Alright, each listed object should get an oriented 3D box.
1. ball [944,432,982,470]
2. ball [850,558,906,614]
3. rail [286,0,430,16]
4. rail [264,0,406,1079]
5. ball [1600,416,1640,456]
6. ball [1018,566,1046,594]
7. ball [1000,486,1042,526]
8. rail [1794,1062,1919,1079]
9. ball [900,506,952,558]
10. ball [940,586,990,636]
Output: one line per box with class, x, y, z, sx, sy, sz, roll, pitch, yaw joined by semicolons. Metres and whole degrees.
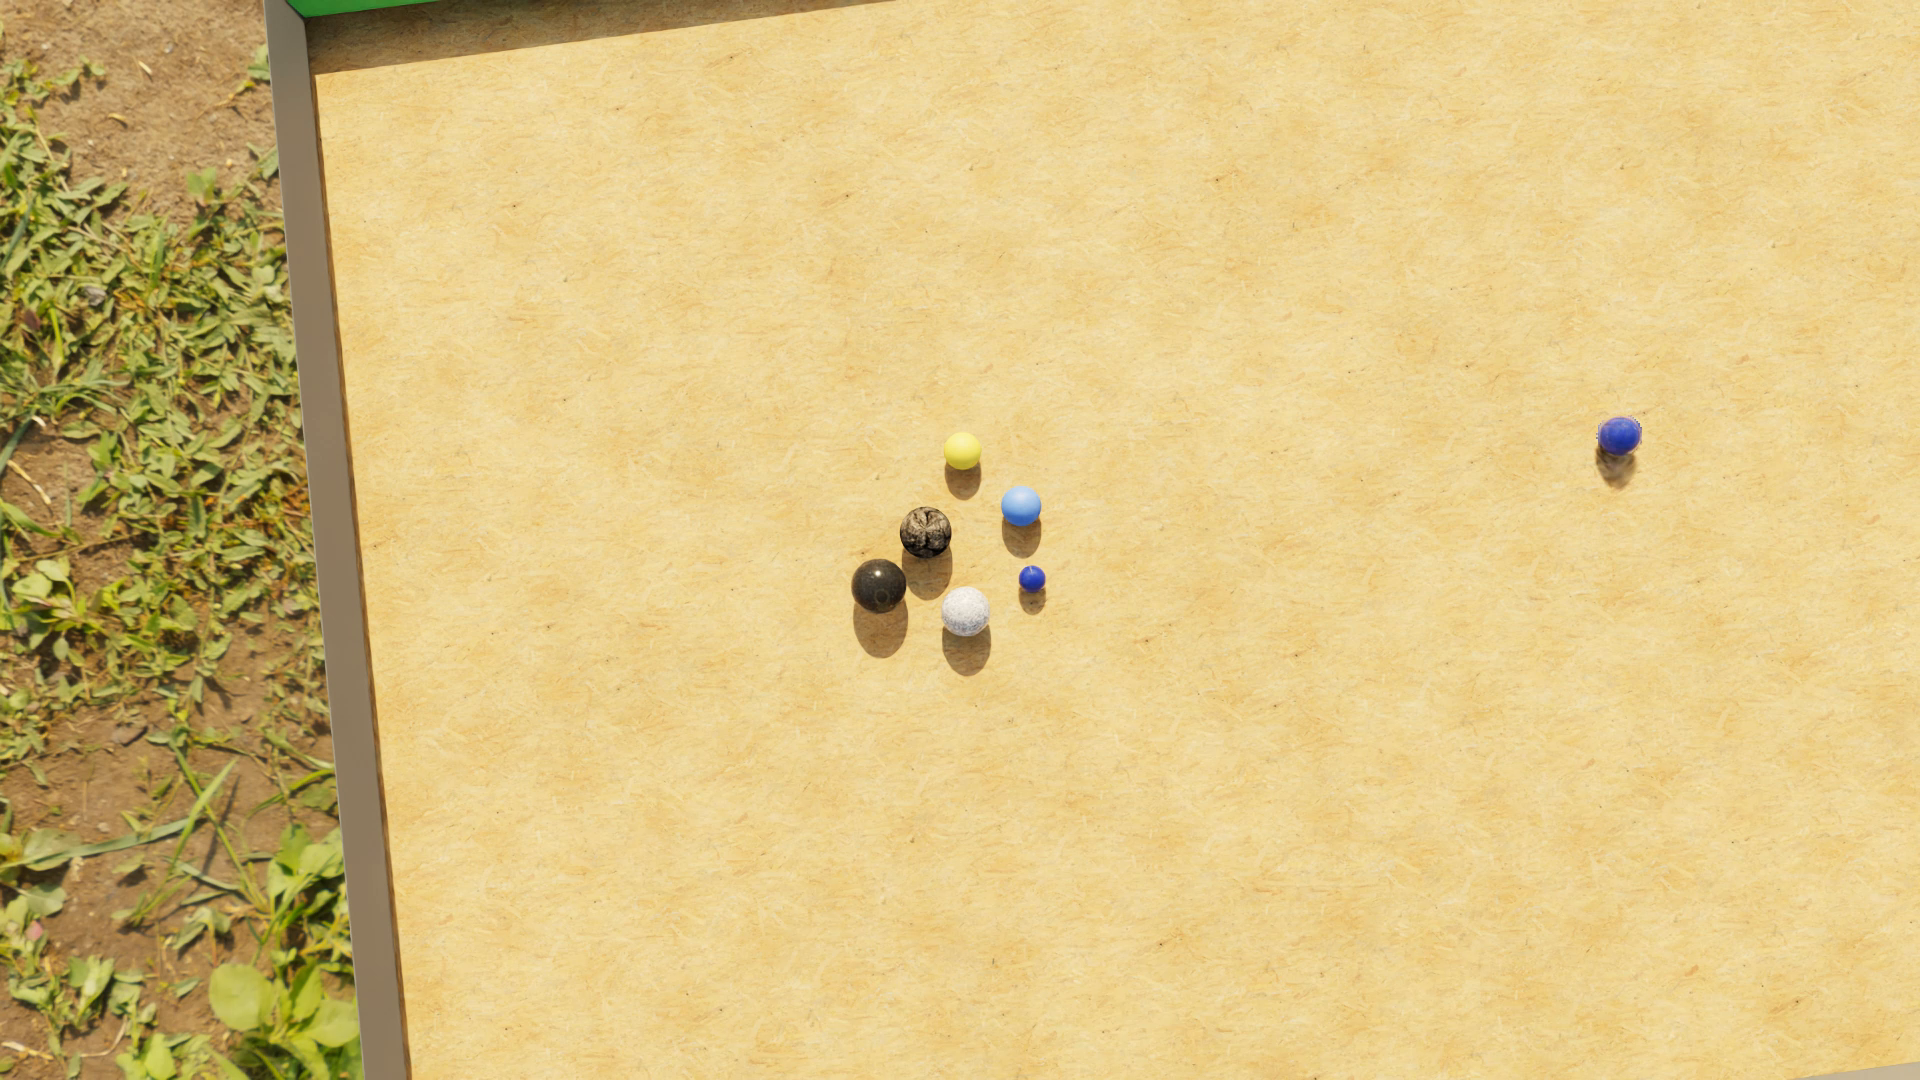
ball;0.004;-0.133;3.293;0.057;0.057;0.057;0;82;0
ball;-0.120;0.068;3.251;0.083;0.083;0.083;0;82;0
rail;0.797;-1.062;3.401;3.730;0.108;0.045;-8;82;-1
rail;-0.901;0.117;3.230;0.045;0.108;1.956;-8;82;-1
ball;0.989;-0.156;3.295;0.060;0.060;0.060;0;82;0
ball;0.107;0.058;3.273;0.042;0.042;0.042;0;82;0
ball;0.091;-0.051;3.279;0.061;0.061;0.061;0;82;0
rail;1.051;0.809;3.130;3.730;0.108;0.045;-8;82;-1
ball;-0.051;-0.011;3.265;0.078;0.078;0.078;0;82;0
ball;0.008;0.106;3.250;0.075;0.075;0.075;0;82;0
